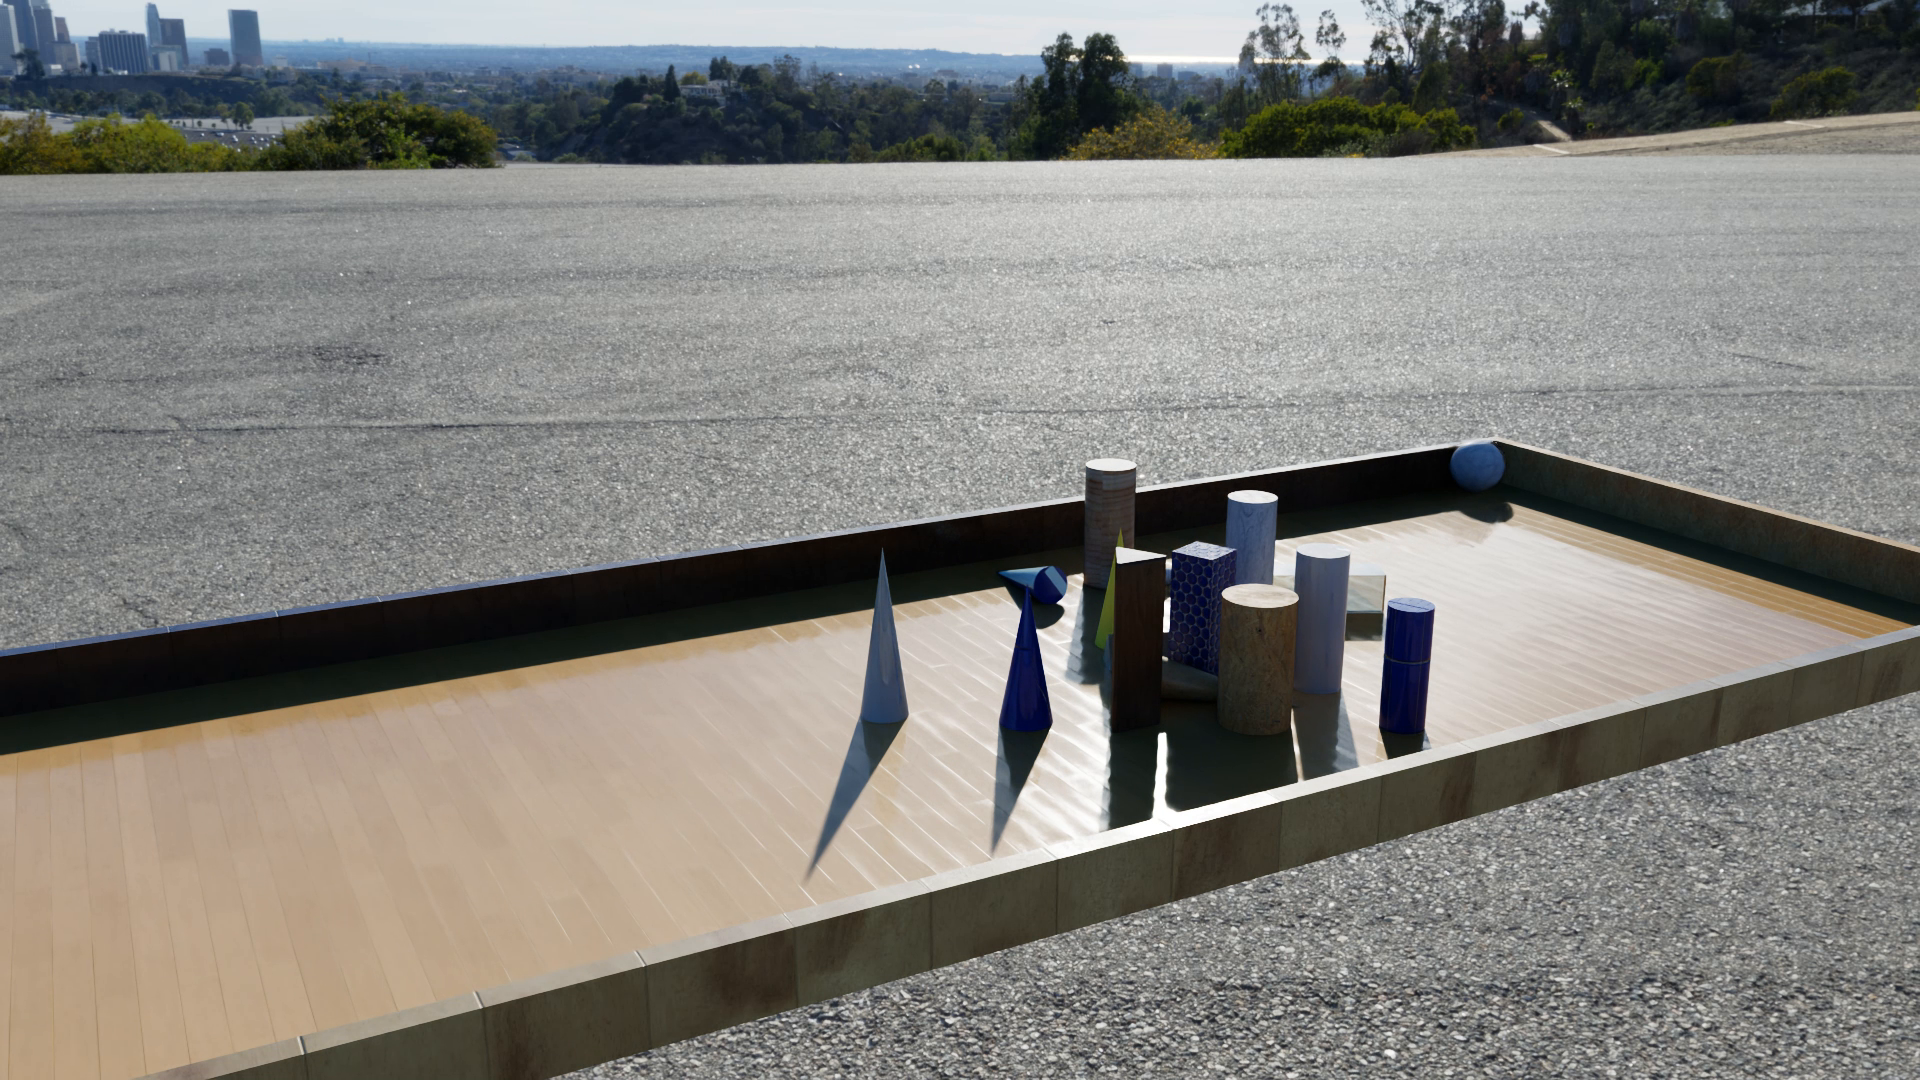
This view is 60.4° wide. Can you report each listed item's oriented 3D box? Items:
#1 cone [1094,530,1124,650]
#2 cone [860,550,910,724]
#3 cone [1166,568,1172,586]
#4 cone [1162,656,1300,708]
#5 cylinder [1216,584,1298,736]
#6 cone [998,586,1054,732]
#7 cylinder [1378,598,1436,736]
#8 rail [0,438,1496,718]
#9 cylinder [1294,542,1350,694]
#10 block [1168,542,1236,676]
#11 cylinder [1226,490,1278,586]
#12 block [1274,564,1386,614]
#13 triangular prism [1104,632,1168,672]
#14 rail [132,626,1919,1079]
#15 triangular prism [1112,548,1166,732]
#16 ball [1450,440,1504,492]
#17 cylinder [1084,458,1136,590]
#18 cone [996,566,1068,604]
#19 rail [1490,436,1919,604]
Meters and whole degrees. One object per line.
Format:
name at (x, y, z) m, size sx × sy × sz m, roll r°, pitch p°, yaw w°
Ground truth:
cone at (0.421, 0.122, 4.368) m, size 0.121 × 0.323 × 0.121 m, roll 0°, pitch 16°, yaw 0°
cone at (-0.180, 0.216, 3.884) m, size 0.118 × 0.415 × 0.118 m, roll 0°, pitch 16°, yaw 0°
cone at (0.617, 0.108, 4.892) m, size 0.361 × 0.106 × 0.106 m, roll -2°, pitch 14°, yaw -38°
cone at (0.614, 0.361, 4.010) m, size 0.432 × 0.132 × 0.132 m, roll 11°, pitch 18°, yaw 8°
cylinder at (0.694, 0.278, 3.857) m, size 0.175 × 0.311 × 0.175 m, roll 0°, pitch 16°, yaw 0°
cone at (0.156, 0.263, 3.852) m, size 0.129 × 0.343 × 0.129 m, roll 0°, pitch 16°, yaw 0°
cylinder at (1.035, 0.293, 3.826) m, size 0.106 × 0.301 × 0.106 m, roll 0°, pitch 16°, yaw 0°
rail at (-3.305, 0.497, 3.399) m, size 12.000 × 0.150 × 0.050 m, roll -9°, pitch 18°, yaw -27°
cylinder at (0.887, 0.194, 4.074) m, size 0.130 × 0.350 × 0.130 m, roll 0°, pitch 16°, yaw 0°
block at (0.599, 0.191, 4.092) m, size 0.115 × 0.345 × 0.115 m, roll 13°, pitch 21°, yaw 38°
cylinder at (0.760, 0.085, 4.336) m, size 0.128 × 0.411 × 0.128 m, roll 0°, pitch 16°, yaw 0°
block at (0.985, 0.137, 4.691) m, size 0.421 × 0.112 × 0.112 m, roll 0°, pitch 16°, yaw 0°
triangular prism at (0.546, 0.276, 4.255) m, size 0.338 × 0.085 × 0.098 m, roll -2°, pitch 17°, yaw -7°
rail at (-2.336, 1.006, 1.665) m, size 12.000 × 0.150 × 0.050 m, roll -9°, pitch 18°, yaw -27°
triangular prism at (0.390, 0.228, 3.847) m, size 0.128 × 0.413 × 0.111 m, roll -8°, pitch 18°, yaw -26°
ball at (1.854, -0.264, 5.918) m, size 0.189 × 0.189 × 0.189 m, roll 0°, pitch 16°, yaw 0°
cylinder at (0.441, -0.046, 4.866) m, size 0.149 × 0.363 × 0.149 m, roll 0°, pitch 16°, yaw 0°
cone at (0.183, 0.113, 4.872) m, size 0.111 × 0.111 × 0.345 m, roll -8°, pitch 9°, yaw -26°
rail at (2.466, -0.048, 5.253) m, size 0.050 × 0.150 × 2.100 m, roll -9°, pitch 18°, yaw -27°
